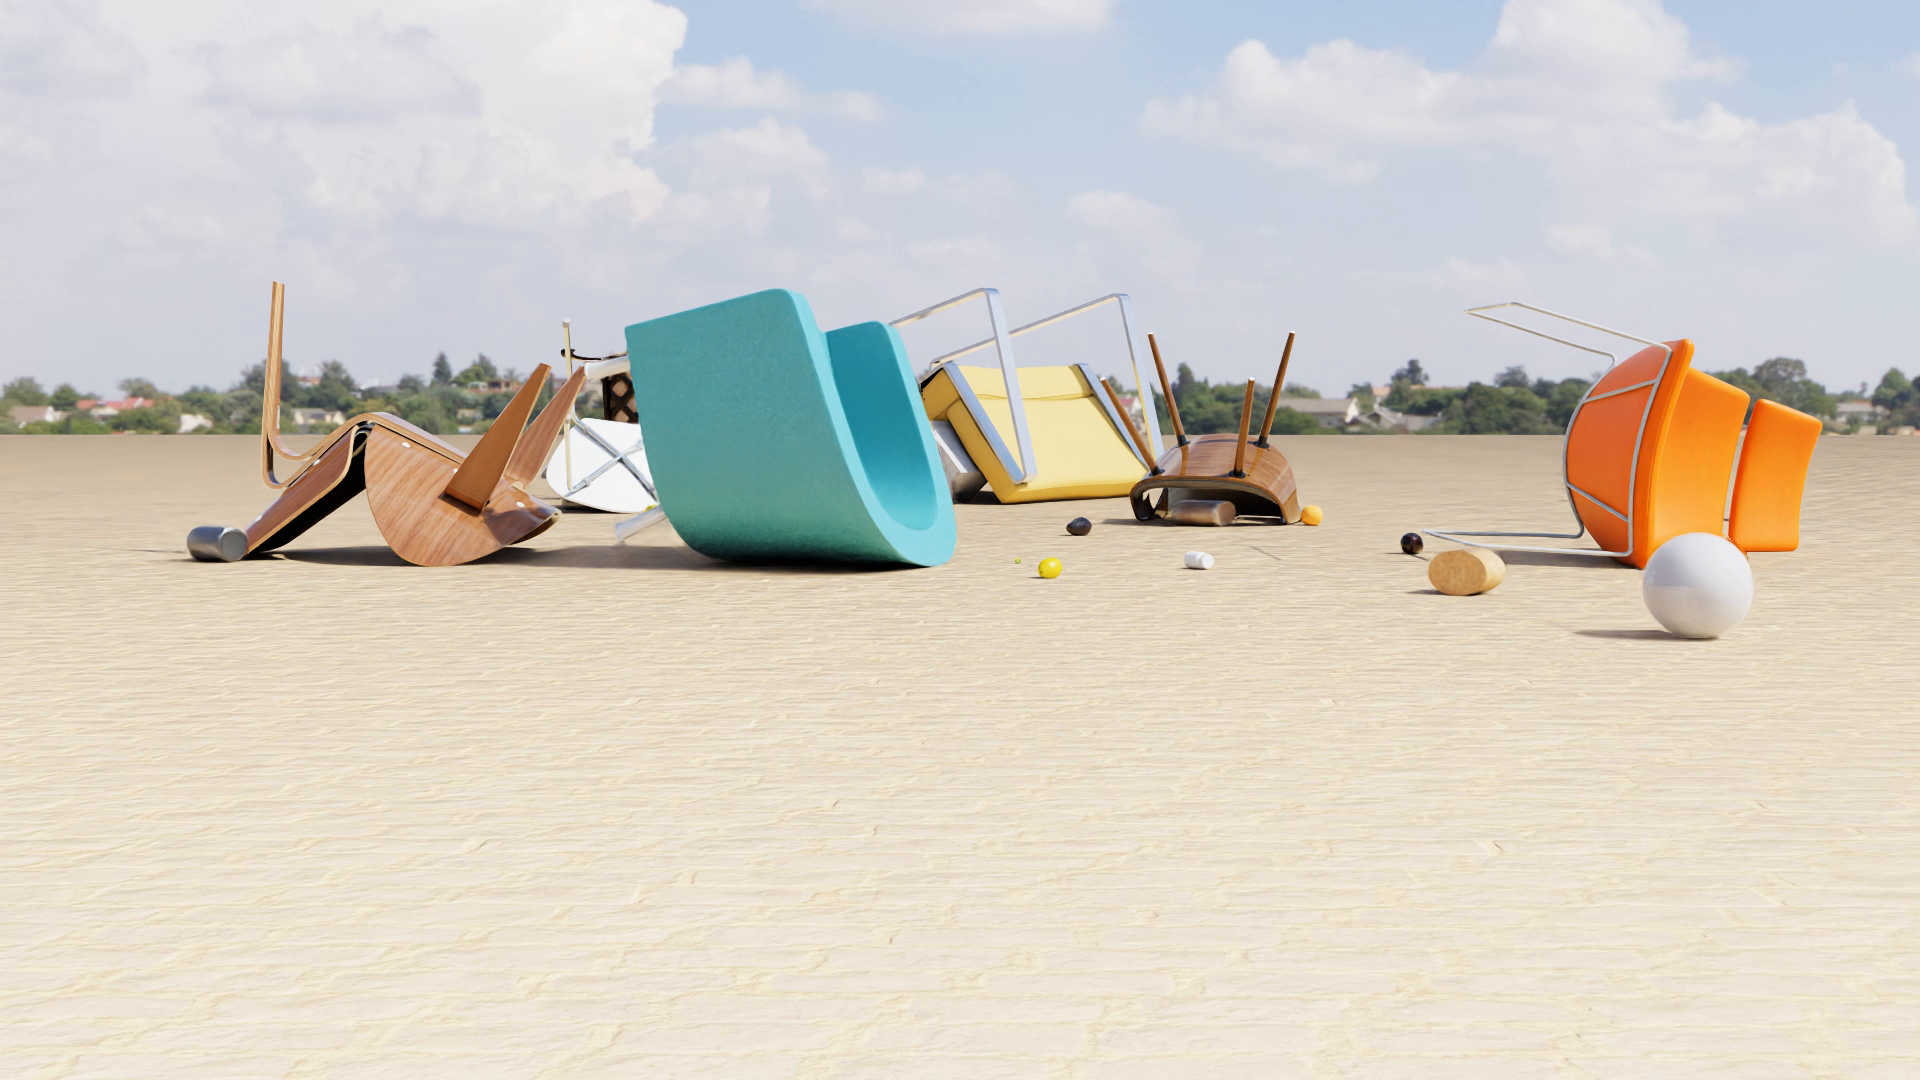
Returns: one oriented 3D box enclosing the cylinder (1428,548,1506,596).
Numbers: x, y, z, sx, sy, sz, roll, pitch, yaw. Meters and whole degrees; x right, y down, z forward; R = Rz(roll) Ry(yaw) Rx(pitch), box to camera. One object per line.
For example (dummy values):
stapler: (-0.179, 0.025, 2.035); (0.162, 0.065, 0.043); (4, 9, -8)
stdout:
cylinder: (1.110, 0.069, 4.819); (0.137, 0.099, 0.102); (2, 5, 36)

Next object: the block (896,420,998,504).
block: (-0.051, -0.310, 8.711); (0.188, 0.265, 0.262); (-46, -22, 28)

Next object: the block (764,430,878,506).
block: (-0.531, -0.273, 8.438); (0.281, 0.286, 0.339); (-4, 6, -45)

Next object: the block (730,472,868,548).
block: (-0.458, -0.087, 6.318); (0.352, 0.205, 0.209); (1, 4, 11)

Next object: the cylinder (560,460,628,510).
cylinder: (-1.376, -0.208, 8.270); (0.244, 0.180, 0.305); (-1, 4, -18)

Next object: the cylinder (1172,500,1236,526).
cylinder: (0.803, -0.088, 7.243); (0.163, 0.081, 0.142); (3, 7, 34)

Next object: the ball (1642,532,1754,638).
ball: (1.327, 0.081, 3.957); (0.192, 0.192, 0.192); (0, 4, 0)
